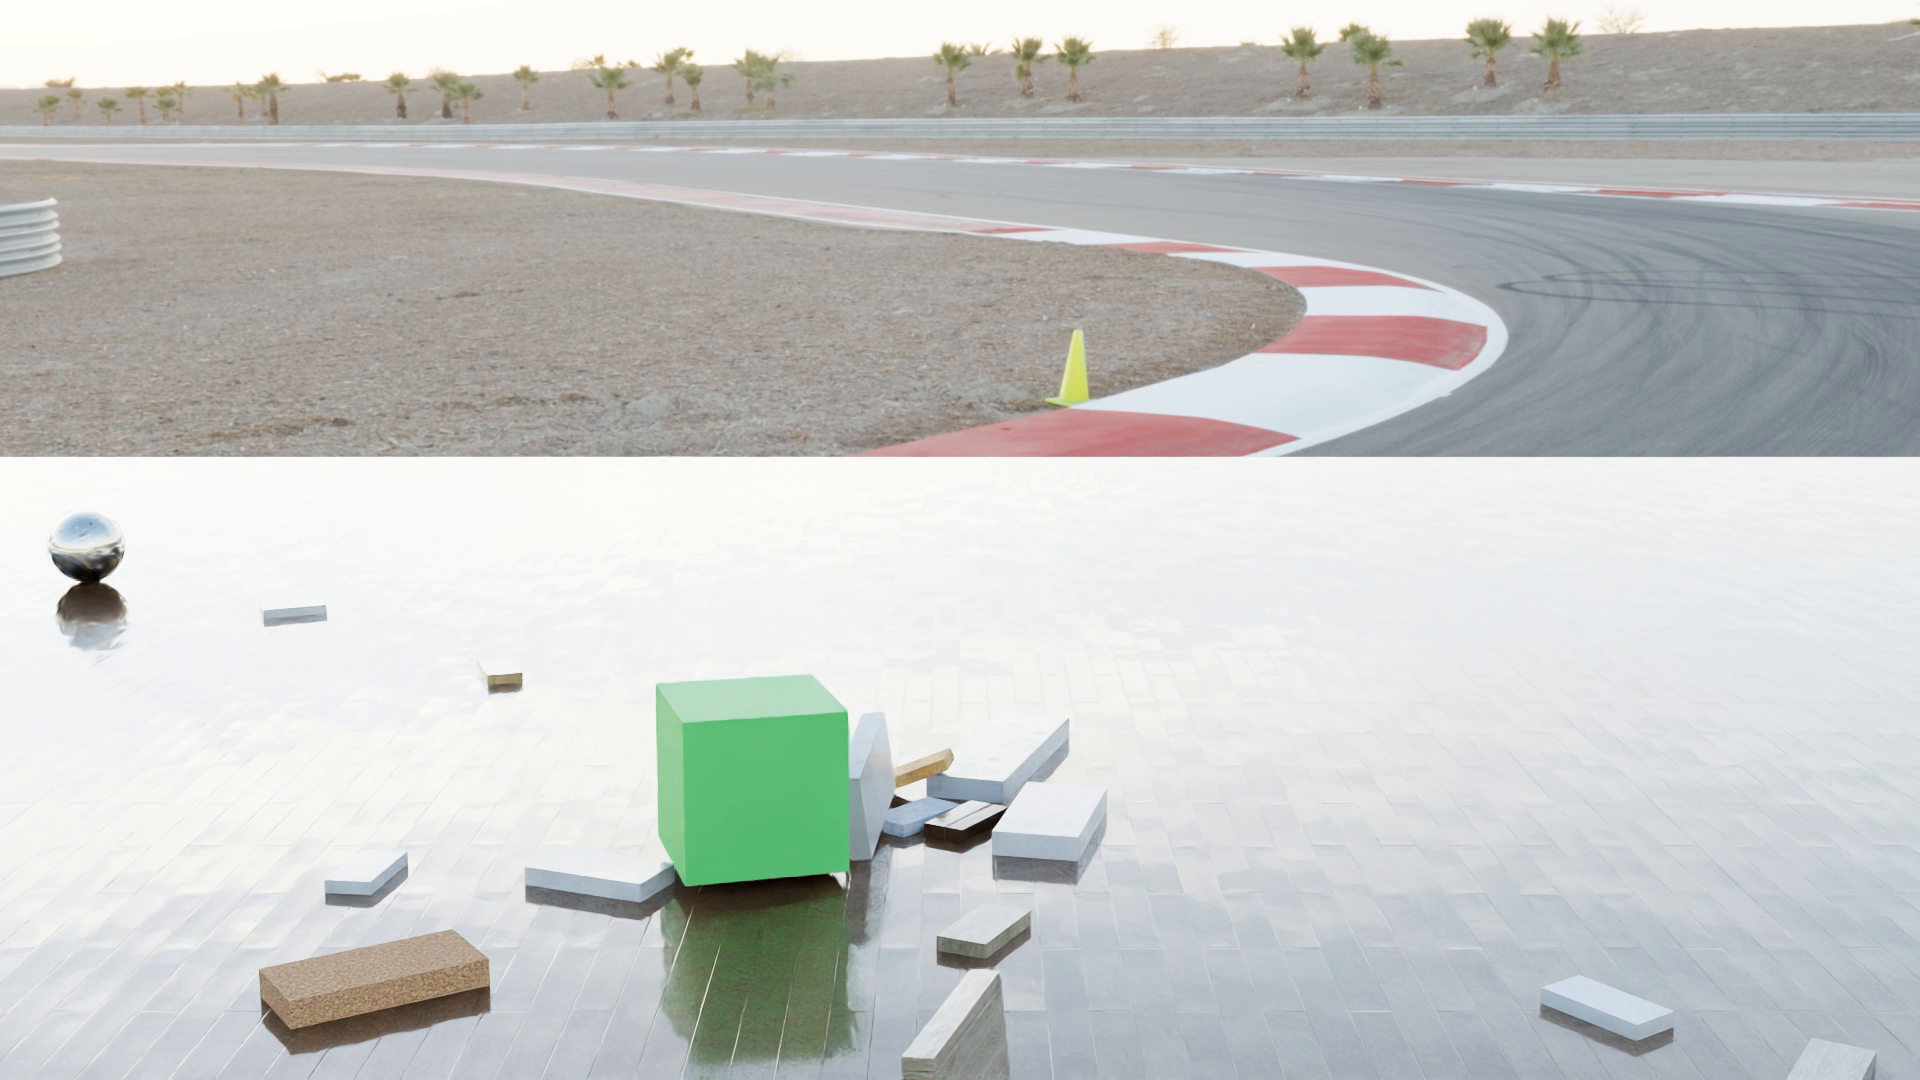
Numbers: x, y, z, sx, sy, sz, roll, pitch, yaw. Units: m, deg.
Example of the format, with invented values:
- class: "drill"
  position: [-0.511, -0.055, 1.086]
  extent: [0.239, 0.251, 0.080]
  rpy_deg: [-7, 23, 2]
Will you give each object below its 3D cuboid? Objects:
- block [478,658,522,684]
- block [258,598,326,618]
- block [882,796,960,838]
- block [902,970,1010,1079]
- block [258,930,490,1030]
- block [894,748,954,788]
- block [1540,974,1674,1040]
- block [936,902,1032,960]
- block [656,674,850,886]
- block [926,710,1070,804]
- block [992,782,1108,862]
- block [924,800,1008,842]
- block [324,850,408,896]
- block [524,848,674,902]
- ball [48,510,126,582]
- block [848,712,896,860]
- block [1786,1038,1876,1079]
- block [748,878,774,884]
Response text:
- class: "block"
  position: [-1.075, 0.306, 5.138]
  extent: [0.081, 0.023, 0.161]
  rpy_deg: [-4, 11, -20]
- class: "block"
  position: [-1.762, 0.181, 5.807]
  extent: [0.161, 0.023, 0.081]
  rpy_deg: [-5, 12, -24]
- class: "block"
  position: [-0.080, 0.509, 4.045]
  extent: [0.081, 0.023, 0.162]
  rpy_deg: [9, 14, 39]
- class: "block"
  position: [-0.002, 0.673, 2.808]
  extent: [0.042, 0.148, 0.297]
  rpy_deg: [-2, 9, 17]
- class: "block"
  position: [-0.865, 0.646, 3.251]
  extent: [0.297, 0.042, 0.148]
  rpy_deg: [-7, 13, -33]
- class: "block"
  position: [-0.094, 0.446, 4.213]
  extent: [0.162, 0.023, 0.081]
  rpy_deg: [-21, 6, 13]
- class: "block"
  position: [0.930, 0.672, 3.163]
  extent: [0.084, 0.024, 0.168]
  rpy_deg: [-7, 13, -35]
- class: "block"
  position: [0.039, 0.615, 3.469]
  extent: [0.084, 0.024, 0.168]
  rpy_deg: [5, 12, 26]
- class: "block"
  position: [-0.360, 0.405, 3.778]
  extent: [0.279, 0.279, 0.279]
  rpy_deg: [-3, 11, -17]
- class: "block"
  position: [0.083, 0.430, 4.409]
  extent: [0.153, 0.043, 0.492]
  rpy_deg: [3, 11, 17]
- class: "block"
  position: [0.166, 0.508, 3.991]
  extent: [0.153, 0.043, 0.307]
  rpy_deg: [2, 11, 13]
- class: "block"
  position: [0.012, 0.513, 4.019]
  extent: [0.081, 0.023, 0.162]
  rpy_deg: [6, 12, 31]
- class: "block"
  position: [-1.010, 0.565, 3.743]
  extent: [0.081, 0.023, 0.161]
  rpy_deg: [1, 11, 8]
- class: "block"
  position: [-0.609, 0.565, 3.717]
  extent: [0.225, 0.032, 0.112]
  rpy_deg: [4, 11, 23]
- class: "ball"
  position: [-2.459, 0.017, 6.195]
  extent: [0.204, 0.204, 0.204]
  rpy_deg: [0, 11, 0]
- class: "block"
  position: [-0.168, 0.438, 3.955]
  extent: [0.043, 0.153, 0.307]
  rpy_deg: [-5, 17, 8]
- class: "block"
  position: [1.163, 0.714, 2.937]
  extent: [0.084, 0.024, 0.168]
  rpy_deg: [7, 12, 32]
- class: "block"
  position: [-0.363, 0.554, 3.801]
  extent: [0.081, 0.023, 0.161]
  rpy_deg: [-7, 13, -35]
